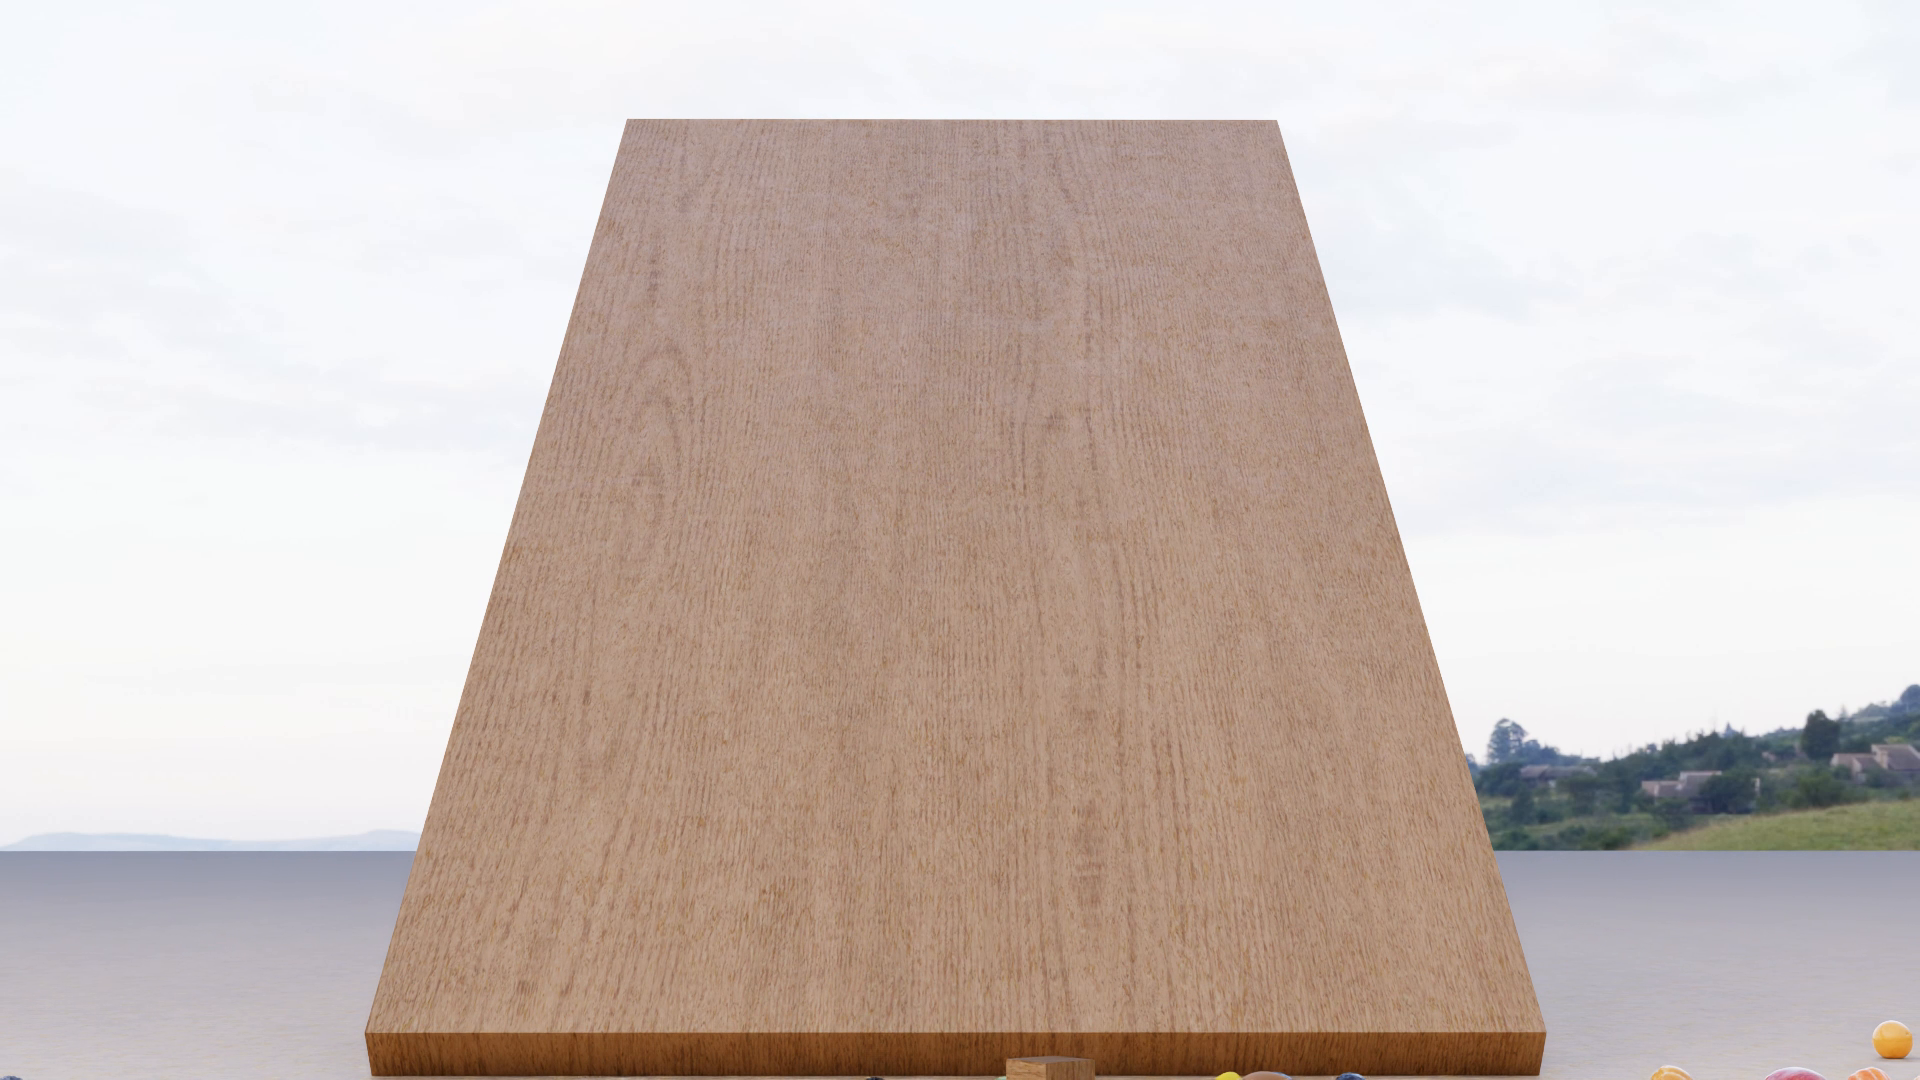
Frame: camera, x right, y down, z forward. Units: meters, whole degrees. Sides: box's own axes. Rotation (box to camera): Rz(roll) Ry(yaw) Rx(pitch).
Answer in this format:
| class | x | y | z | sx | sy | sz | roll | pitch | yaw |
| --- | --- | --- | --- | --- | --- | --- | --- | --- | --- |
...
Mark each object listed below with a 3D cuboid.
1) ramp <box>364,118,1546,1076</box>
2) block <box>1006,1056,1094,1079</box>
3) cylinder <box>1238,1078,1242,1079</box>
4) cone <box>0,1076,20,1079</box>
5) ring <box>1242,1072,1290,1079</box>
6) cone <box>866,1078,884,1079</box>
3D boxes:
| class | x | y | z | sx | sy | sz | roll | pitch | yaw |
| --- | --- | --- | --- | --- | --- | --- | --- | --- | --- |
| ramp | -0.015 | -0.189 | 5.860 | 2.000 | 0.100 | 4.000 | 0 | 32 | 0 |
| block | 0.129 | 0.784 | 3.480 | 0.090 | 0.090 | 0.090 | 5 | -9 | -37 |
| cylinder | 0.428 | 0.800 | 3.502 | 0.063 | 0.063 | 0.063 | 5 | -9 | -35 |
| cone | -1.418 | 0.835 | 3.633 | 0.059 | 0.059 | 0.059 | 5 | -35 | -34 |
| ring | 0.408 | 0.738 | 3.143 | 0.128 | 0.128 | 0.043 | 5 | -52 | -36 |
| cone | -0.131 | 0.799 | 3.387 | 0.083 | 0.083 | 0.083 | 6 | -36 | -38 |
